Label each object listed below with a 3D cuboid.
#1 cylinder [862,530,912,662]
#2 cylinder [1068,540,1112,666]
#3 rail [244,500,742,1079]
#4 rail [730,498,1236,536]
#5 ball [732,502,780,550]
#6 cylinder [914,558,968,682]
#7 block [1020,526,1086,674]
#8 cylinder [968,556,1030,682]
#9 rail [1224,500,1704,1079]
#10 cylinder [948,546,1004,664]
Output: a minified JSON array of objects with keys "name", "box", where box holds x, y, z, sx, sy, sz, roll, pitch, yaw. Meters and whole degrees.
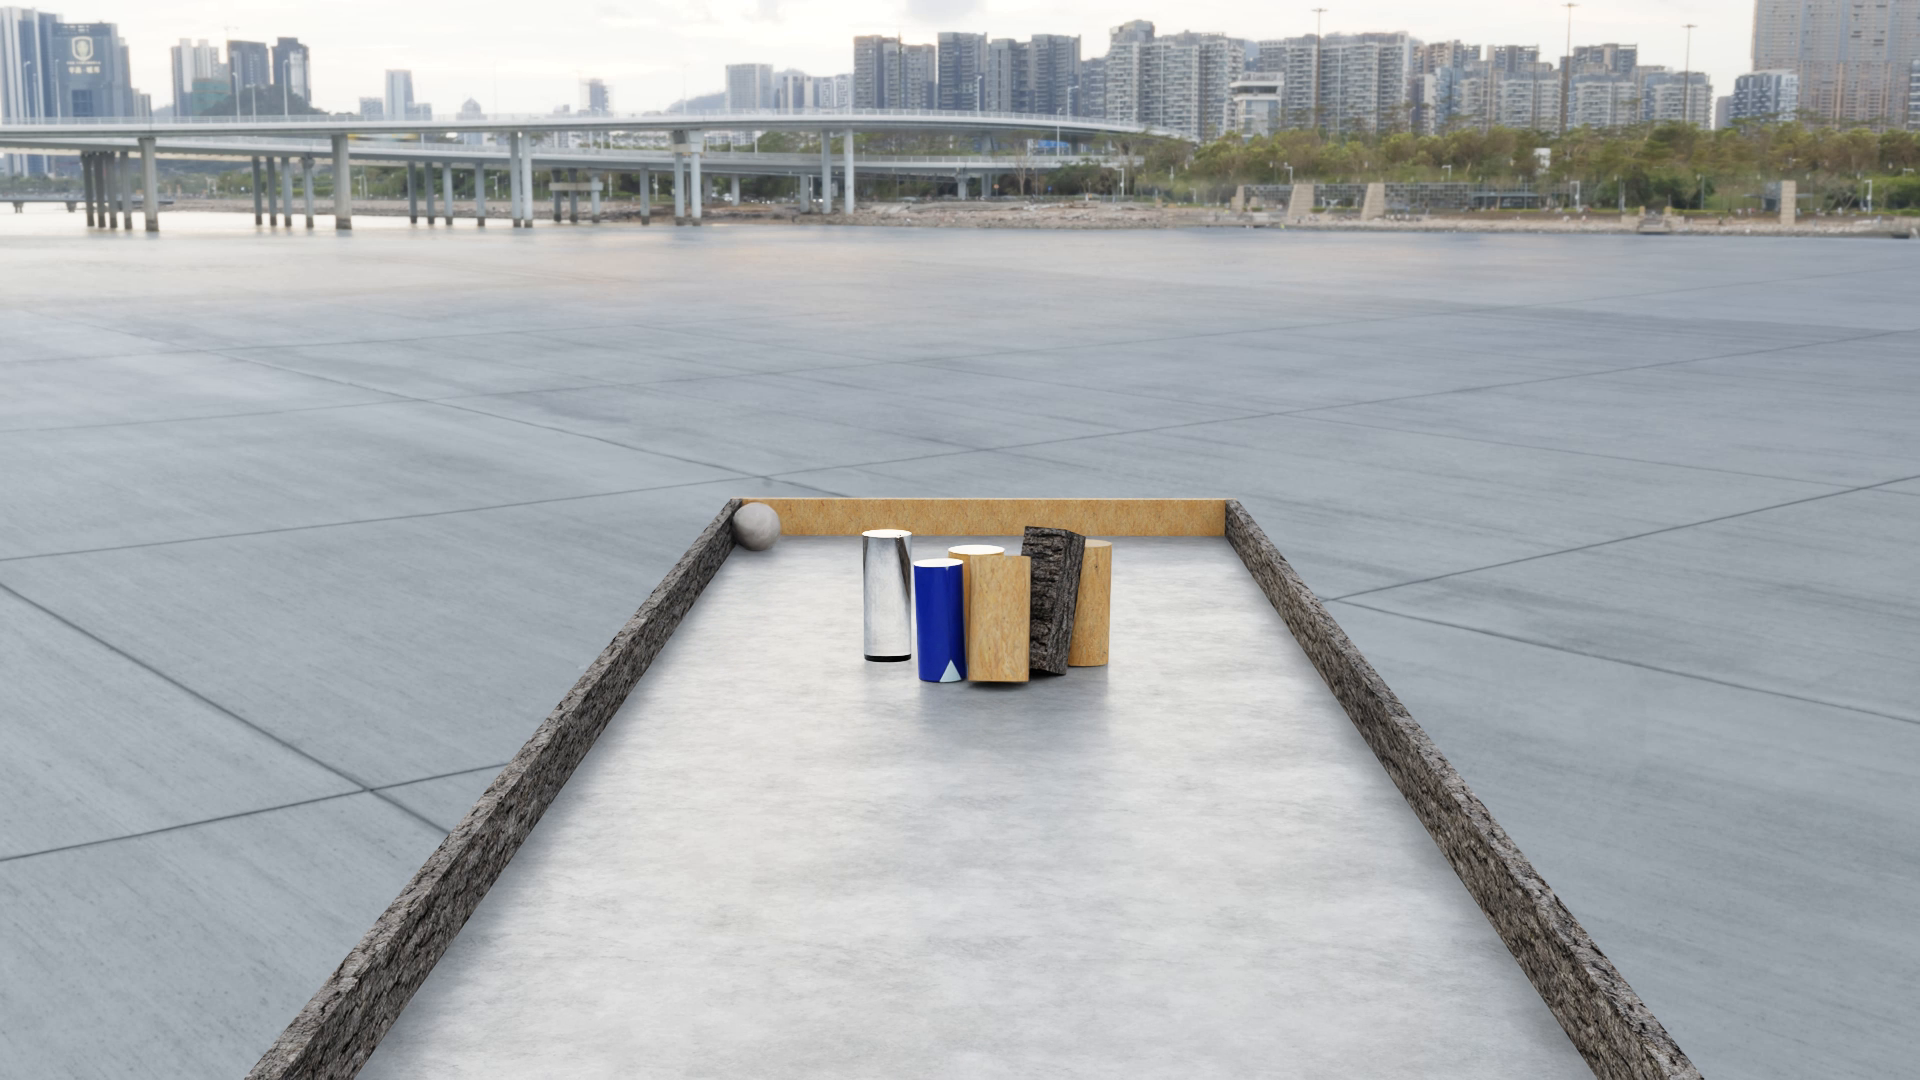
[{"name":"cylinder","box":[-0.222,0.170,6.707,0.148,0.385,0.148,0,9,0]},{"name":"cylinder","box":[0.369,0.188,6.656,0.173,0.361,0.173,1,8,0]},{"name":"rail","box":[-1.004,0.839,3.234,0.050,0.150,12.000,0,9,1]},{"name":"rail","box":[0.099,-0.098,9.147,2.100,0.150,0.050,0,9,1]},{"name":"ball","box":[-0.810,-0.054,8.735,0.193,0.193,0.193,0,9,0]},{"name":"cylinder","box":[-0.057,0.234,6.430,0.144,0.340,0.144,-2,8,0]},{"name":"block","box":[0.253,0.178,6.492,0.135,0.414,0.135,5,-7,31]},{"name":"cylinder","box":[0.114,0.226,6.351,0.176,0.358,0.176,1,-2,0]},{"name":"rail","box":[1.046,0.843,3.208,0.050,0.150,12.000,0,9,1]},{"name":"cylinder","box":[0.049,0.195,6.702,0.170,0.336,0.170,0,9,0]}]
